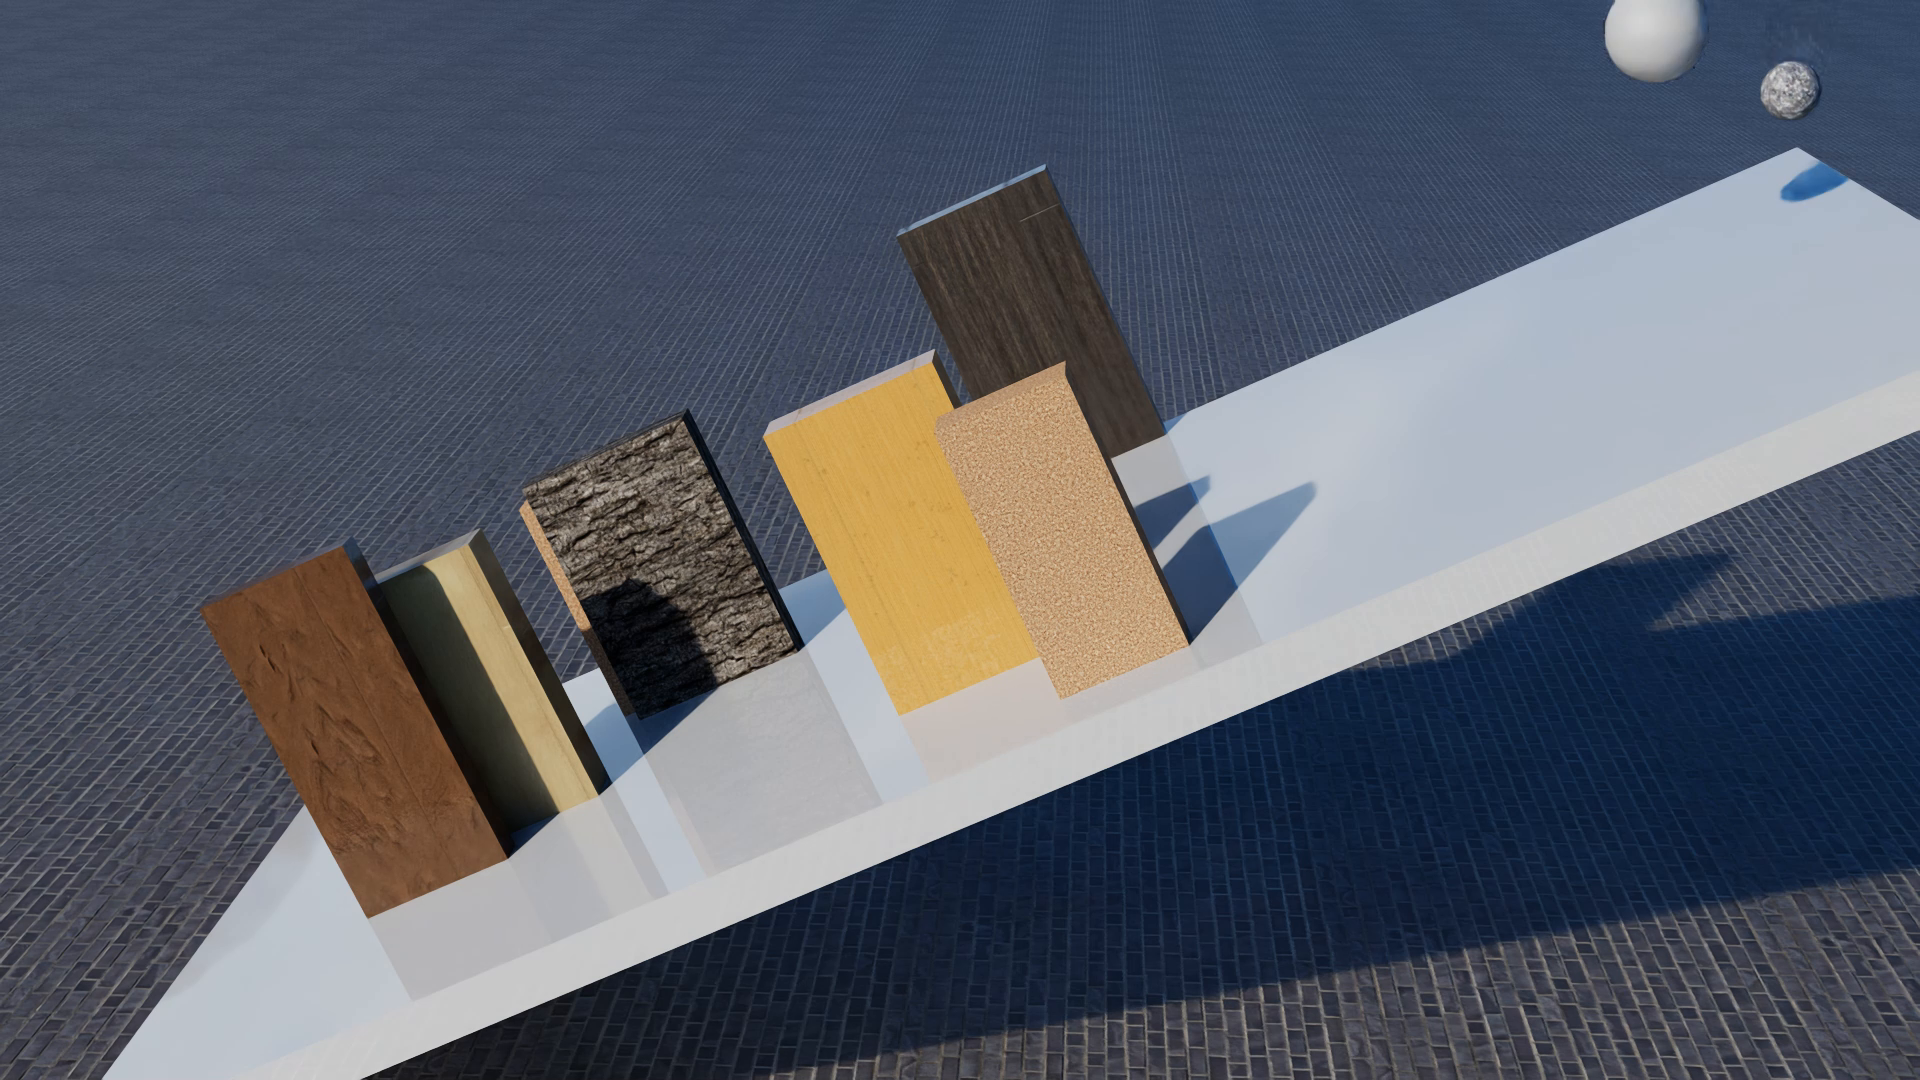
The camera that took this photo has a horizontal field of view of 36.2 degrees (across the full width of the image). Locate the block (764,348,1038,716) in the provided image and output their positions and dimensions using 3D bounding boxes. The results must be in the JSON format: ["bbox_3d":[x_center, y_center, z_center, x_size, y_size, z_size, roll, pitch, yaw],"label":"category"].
[{"bbox_3d":[-0.084,-0.013,5.791,0.361,0.623,0.126,-23,13,9],"label":"block"}]

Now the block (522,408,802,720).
[{"bbox_3d":[-0.672,0.057,6.672,0.402,0.598,0.101,-23,13,9],"label":"block"}]

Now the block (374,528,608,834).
[{"bbox_3d":[-1.029,0.318,6.287,0.295,0.610,0.131,-23,13,9],"label":"block"}]

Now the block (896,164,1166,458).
[{"bbox_3d":[0.173,-0.497,7.044,0.386,0.700,0.099,-23,13,9],"label":"block"}]

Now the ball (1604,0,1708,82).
[{"bbox_3d":[1.391,-1.016,5.877,0.203,0.203,0.203,0,15,0],"label":"ball"}]

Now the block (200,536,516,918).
[{"bbox_3d":[-1.246,0.392,6.105,0.334,0.741,0.084,-23,13,9],"label":"block"}]

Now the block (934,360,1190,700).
[{"bbox_3d":[0.190,-0.017,5.435,0.260,0.559,0.125,-23,13,9],"label":"block"}]

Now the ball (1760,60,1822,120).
[{"bbox_3d":[1.680,-0.908,5.945,0.119,0.119,0.119,0,15,0],"label":"ball"}]

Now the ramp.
[{"bbox_3d":[0.134,0.169,6.283,4.000,0.100,2.000,-23,13,9],"label":"ramp"}]

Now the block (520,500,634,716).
[{"bbox_3d":[-0.719,0.083,6.784,0.373,0.543,0.116,-23,13,9],"label":"block"}]
